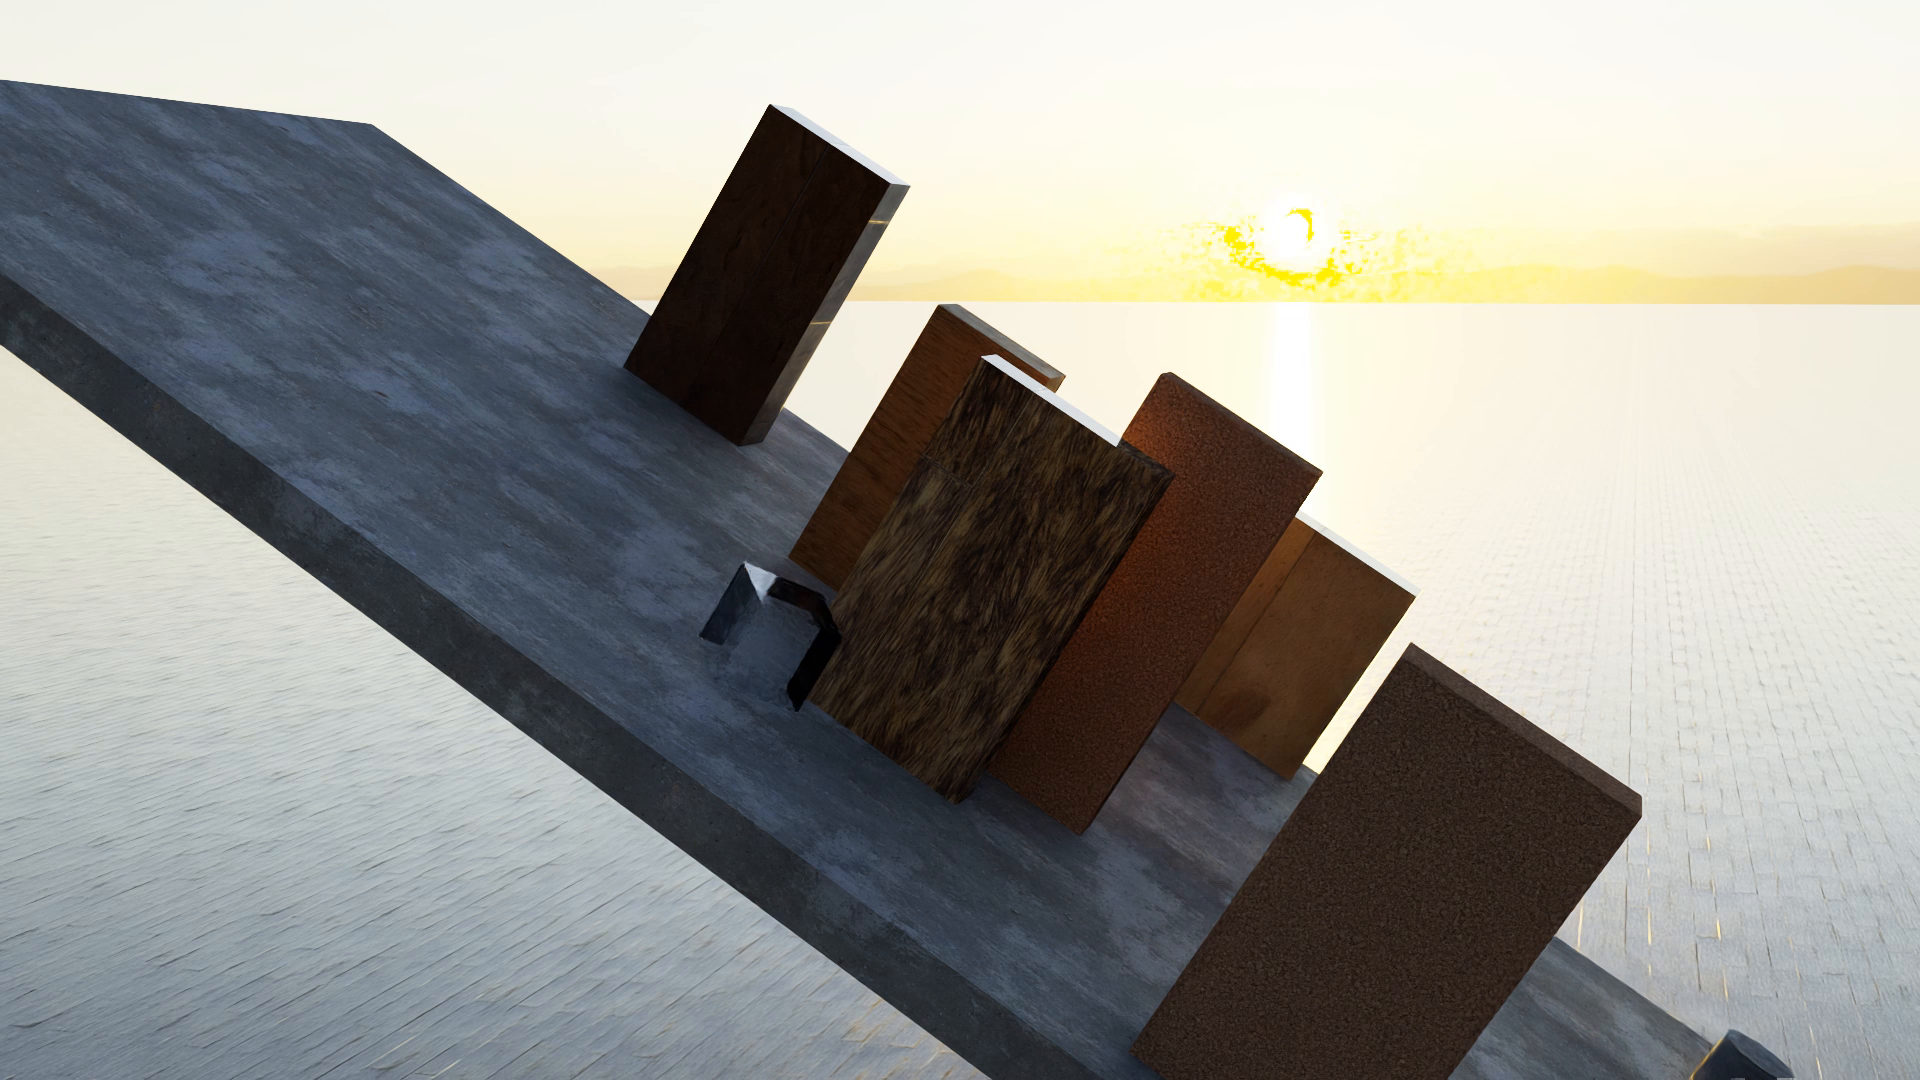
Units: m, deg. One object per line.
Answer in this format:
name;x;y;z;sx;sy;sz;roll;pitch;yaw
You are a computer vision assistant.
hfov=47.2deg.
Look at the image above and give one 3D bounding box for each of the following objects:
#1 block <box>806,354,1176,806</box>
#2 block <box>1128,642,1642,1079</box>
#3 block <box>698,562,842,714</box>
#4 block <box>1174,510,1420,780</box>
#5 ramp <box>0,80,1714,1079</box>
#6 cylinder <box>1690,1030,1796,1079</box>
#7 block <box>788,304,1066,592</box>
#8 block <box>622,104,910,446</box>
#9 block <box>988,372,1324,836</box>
block;0.026;0.066;3.576;0.353;0.641;0.088;35;15;11
block;0.585;0.538;3.062;0.372;0.695;0.124;35;15;11
block;-0.309;0.158;3.573;0.152;0.152;0.152;24;17;-27
block;0.670;0.189;4.762;0.445;0.486;0.112;35;15;11
ramp;-0.147;0.244;4.109;4.000;0.100;2.000;35;15;11
cylinder;1.512;1.062;4.277;0.153;0.153;0.153;29;15;-9
block;-0.065;-0.138;4.187;0.254;0.573;0.124;35;15;11
block;-0.415;-0.562;4.699;0.315;0.651;0.135;35;15;11
block;0.280;0.111;3.739;0.308;0.743;0.087;35;15;11
